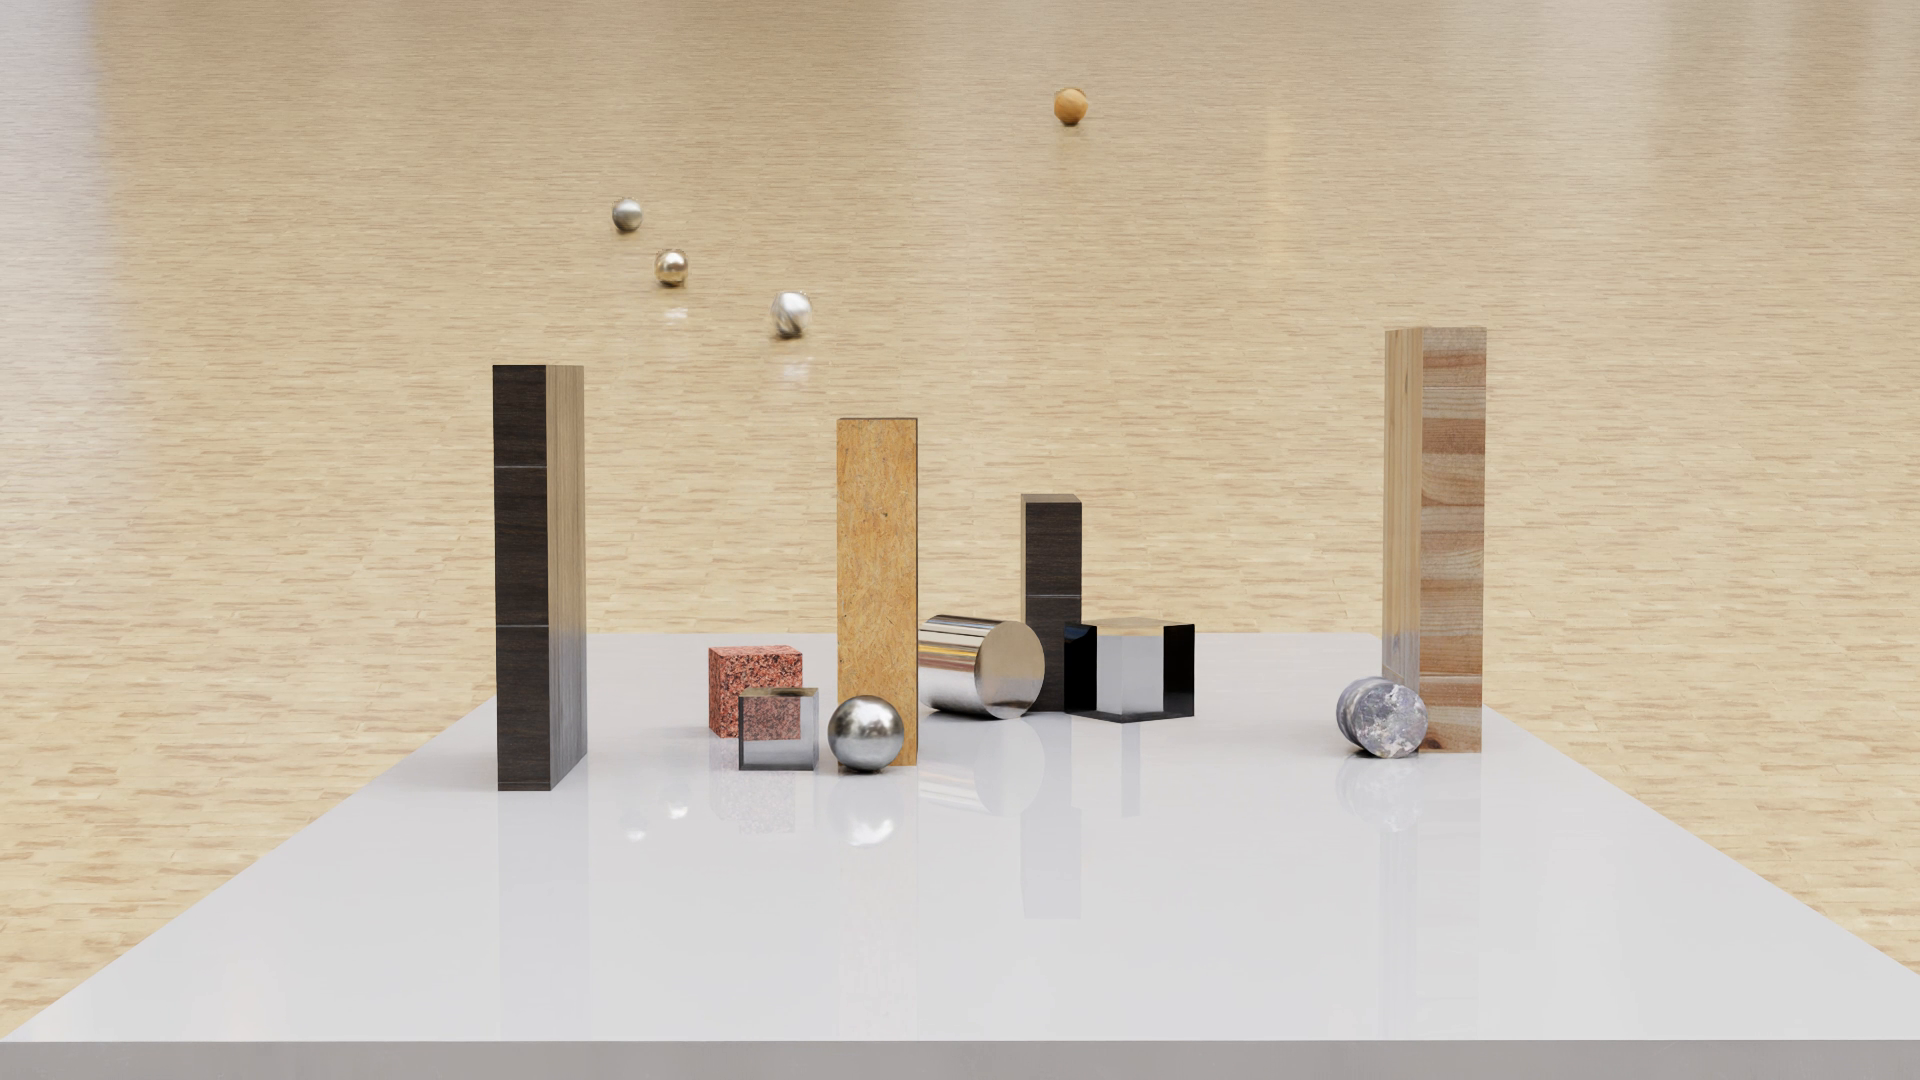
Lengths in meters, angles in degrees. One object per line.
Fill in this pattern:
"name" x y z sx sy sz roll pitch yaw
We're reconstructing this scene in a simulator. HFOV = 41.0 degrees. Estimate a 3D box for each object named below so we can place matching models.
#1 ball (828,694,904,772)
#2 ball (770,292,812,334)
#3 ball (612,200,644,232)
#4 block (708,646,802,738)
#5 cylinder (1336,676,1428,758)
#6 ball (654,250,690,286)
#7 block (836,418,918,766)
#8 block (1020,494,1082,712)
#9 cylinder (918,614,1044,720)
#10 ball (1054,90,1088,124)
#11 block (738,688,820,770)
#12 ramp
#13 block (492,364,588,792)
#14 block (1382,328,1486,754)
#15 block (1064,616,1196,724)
"ball" -0.156 0.320 4.247 0.128 0.128 0.128 0 20 0
"ball" -0.633 -0.849 9.621 0.159 0.159 0.159 0 20 0
"ball" -1.456 -1.423 11.257 0.140 0.140 0.140 0 20 0
"block" -0.377 0.278 4.729 0.150 0.150 0.150 -1 4 -14
"cylinder" 0.731 0.306 4.454 0.128 0.128 0.128 -2 4 -6
"ball" -1.159 -1.093 10.328 0.144 0.144 0.144 0 20 0
"block" -0.140 0.082 4.418 0.132 0.581 0.244 0 4 0
"block" 0.182 0.119 5.176 0.110 0.409 0.366 0 4 0
"cylinder" 0.031 0.243 4.964 0.189 0.189 0.189 -18 15 -41
"ball" 0.589 -2.311 13.685 0.182 0.182 0.182 0 20 0
"block" -0.304 0.318 4.320 0.124 0.124 0.124 0 4 2
"ramp" 0.046 0.416 4.535 2.000 0.100 4.000 0 4 0
"block" -0.689 0.048 4.239 0.084 0.672 0.412 0 4 0
"block" 0.850 -0.010 4.627 0.109 0.737 0.391 0 4 0
"block" 0.327 0.249 4.953 0.179 0.179 0.179 -3 5 -35
